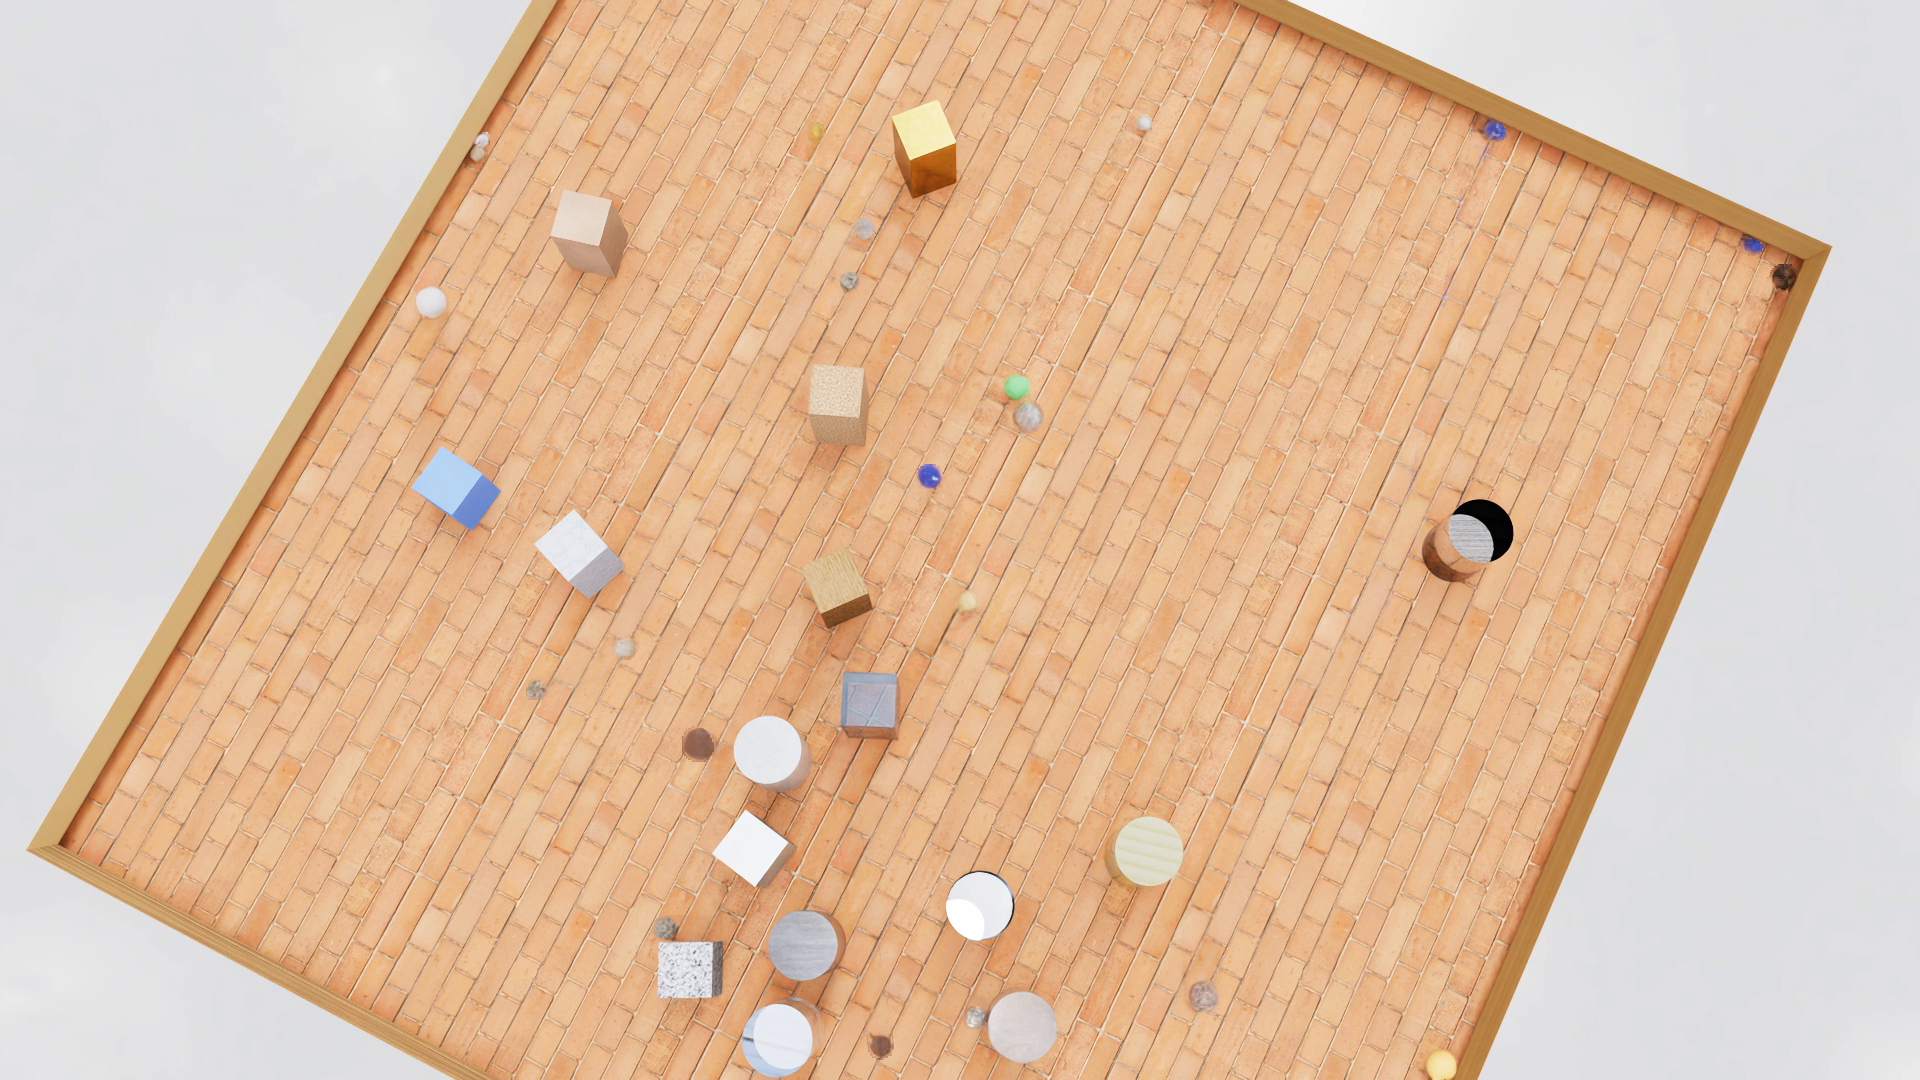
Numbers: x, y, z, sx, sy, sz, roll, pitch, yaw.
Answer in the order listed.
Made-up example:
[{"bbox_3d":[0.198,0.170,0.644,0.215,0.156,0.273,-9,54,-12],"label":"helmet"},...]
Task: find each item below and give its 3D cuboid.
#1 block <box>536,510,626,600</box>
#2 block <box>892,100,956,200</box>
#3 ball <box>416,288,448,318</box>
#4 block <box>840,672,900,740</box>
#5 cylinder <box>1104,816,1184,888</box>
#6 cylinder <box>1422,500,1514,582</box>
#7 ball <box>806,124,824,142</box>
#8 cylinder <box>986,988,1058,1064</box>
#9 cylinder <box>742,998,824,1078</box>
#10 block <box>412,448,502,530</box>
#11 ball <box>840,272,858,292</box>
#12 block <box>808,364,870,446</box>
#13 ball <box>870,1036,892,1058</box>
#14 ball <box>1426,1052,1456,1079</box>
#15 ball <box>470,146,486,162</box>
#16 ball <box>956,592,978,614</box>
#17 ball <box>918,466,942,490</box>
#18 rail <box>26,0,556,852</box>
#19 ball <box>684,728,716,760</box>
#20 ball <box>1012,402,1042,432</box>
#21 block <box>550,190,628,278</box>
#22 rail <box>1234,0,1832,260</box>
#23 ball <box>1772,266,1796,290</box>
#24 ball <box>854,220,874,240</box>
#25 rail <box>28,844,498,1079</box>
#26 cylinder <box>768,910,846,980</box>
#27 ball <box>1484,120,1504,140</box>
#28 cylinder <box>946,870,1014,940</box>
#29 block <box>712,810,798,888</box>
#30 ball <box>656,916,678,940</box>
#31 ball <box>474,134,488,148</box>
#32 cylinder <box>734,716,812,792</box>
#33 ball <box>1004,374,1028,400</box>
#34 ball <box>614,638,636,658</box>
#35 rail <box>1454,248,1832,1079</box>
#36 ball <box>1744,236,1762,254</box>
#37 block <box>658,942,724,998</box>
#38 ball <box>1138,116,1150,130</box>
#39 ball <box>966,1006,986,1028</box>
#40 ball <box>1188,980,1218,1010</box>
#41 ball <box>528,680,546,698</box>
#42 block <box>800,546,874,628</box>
[{"bbox_3d":[-1.126,0.046,5.452,0.151,0.304,0.151,-42,81,-8],"label":"block"},{"bbox_3d":[-0.109,-1.213,5.709,0.151,0.310,0.151,-21,79,-4],"label":"block"},{"bbox_3d":[-1.649,-0.741,5.722,0.094,0.094,0.094,0,78,0],"label":"ball"},{"bbox_3d":[-0.256,0.485,5.326,0.151,0.372,0.151,2,78,0],"label":"block"},{"bbox_3d":[0.520,0.895,5.230,0.189,0.393,0.189,0,78,0],"label":"cylinder"},{"bbox_3d":[1.507,0.005,5.454,0.189,0.315,0.189,0,78,0],"label":"cylinder"},{"bbox_3d":[-0.462,-1.299,5.856,0.056,0.056,0.056,0,78,0],"label":"ball"},{"bbox_3d":[0.170,1.361,5.158,0.189,0.347,0.189,0,78,0],"label":"cylinder"},{"bbox_3d":[-0.487,1.379,5.100,0.189,0.453,0.189,0,78,0],"label":"cylinder"},{"bbox_3d":[-1.518,-0.152,5.532,0.151,0.228,0.151,33,80,6],"label":"block"},{"bbox_3d":[-0.349,-0.809,5.753,0.059,0.059,0.059,0,78,0],"label":"ball"},{"bbox_3d":[-0.363,-0.403,5.530,0.151,0.333,0.151,5,78,1],"label":"block"},{"bbox_3d":[-0.227,1.460,5.284,0.060,0.060,0.060,0,78,0],"label":"ball"},{"bbox_3d":[1.381,1.512,5.260,0.086,0.086,0.086,0,78,0],"label":"ball"},{"bbox_3d":[-1.538,-1.231,5.846,0.049,0.049,0.049,0,78,0],"label":"ball"},{"bbox_3d":[0.021,0.190,5.544,0.065,0.065,0.065,0,78,0],"label":"ball"},{"bbox_3d":[-0.092,-0.191,5.620,0.071,0.071,0.071,0,78,0],"label":"ball"},{"bbox_3d":[-1.774,-0.862,5.731,0.045,0.122,4.073,26,80,5],"label":"rail"},{"bbox_3d":[-0.773,0.606,5.443,0.094,0.094,0.094,0,78,0],"label":"ball"},{"bbox_3d":[0.208,-0.380,5.648,0.092,0.092,0.092,0,78,0],"label":"ball"},{"bbox_3d":[-1.142,-0.943,5.666,0.151,0.285,0.151,13,79,3],"label":"block"},{"bbox_3d":[0.900,-1.756,5.916,4.014,0.122,0.045,26,80,5],"label":"rail"},{"bbox_3d":[2.586,-0.823,5.749,0.073,0.073,0.073,0,78,0],"label":"ball"},{"bbox_3d":[-0.302,-0.978,5.787,0.062,0.062,0.062,0,78,0],"label":"ball"},{"bbox_3d":[-0.900,1.769,5.187,4.014,0.122,0.045,26,80,5],"label":"rail"},{"bbox_3d":[-0.427,1.143,5.180,0.189,0.393,0.189,0,78,0],"label":"cylinder"},{"bbox_3d":[1.707,-1.308,5.854,0.064,0.064,0.064,0,78,0],"label":"ball"},{"bbox_3d":[0.057,1.042,5.222,0.189,0.349,0.189,0,78,0],"label":"cylinder"},{"bbox_3d":[-0.586,0.892,5.272,0.151,0.313,0.151,36,81,7],"label":"block"},{"bbox_3d":[-0.857,1.133,5.350,0.064,0.064,0.064,0,78,0],"label":"ball"},{"bbox_3d":[-1.530,-1.277,5.857,0.046,0.046,0.046,0,78,0],"label":"ball"},{"bbox_3d":[-0.537,0.623,5.297,0.189,0.372,0.189,0,78,0],"label":"cylinder"},{"bbox_3d":[0.173,-0.474,5.675,0.077,0.077,0.077,0,78,0],"label":"ball"},{"bbox_3d":[-1.007,0.323,5.518,0.062,0.062,0.062,0,78,0],"label":"ball"},{"bbox_3d":[1.774,0.875,5.372,0.045,0.122,4.073,26,80,5],"label":"rail"},{"bbox_3d":[2.501,-0.931,5.782,0.053,0.053,0.053,0,78,0],"label":"ball"},{"bbox_3d":[-0.769,1.227,5.242,0.151,0.237,0.151,-1,78,0],"label":"block"},{"bbox_3d":[0.589,-1.333,5.870,0.044,0.044,0.044,0,78,0],"label":"ball"},{"bbox_3d":[0.045,1.377,5.300,0.062,0.062,0.062,0,78,0],"label":"ball"},{"bbox_3d":[0.704,1.317,5.300,0.086,0.086,0.086,0,78,0],"label":"ball"},{"bbox_3d":[-1.268,0.449,5.495,0.055,0.055,0.055,0,78,0],"label":"ball"},{"bbox_3d":[-0.363,0.144,5.440,0.151,0.288,0.151,-23,79,-5],"label":"block"}]
